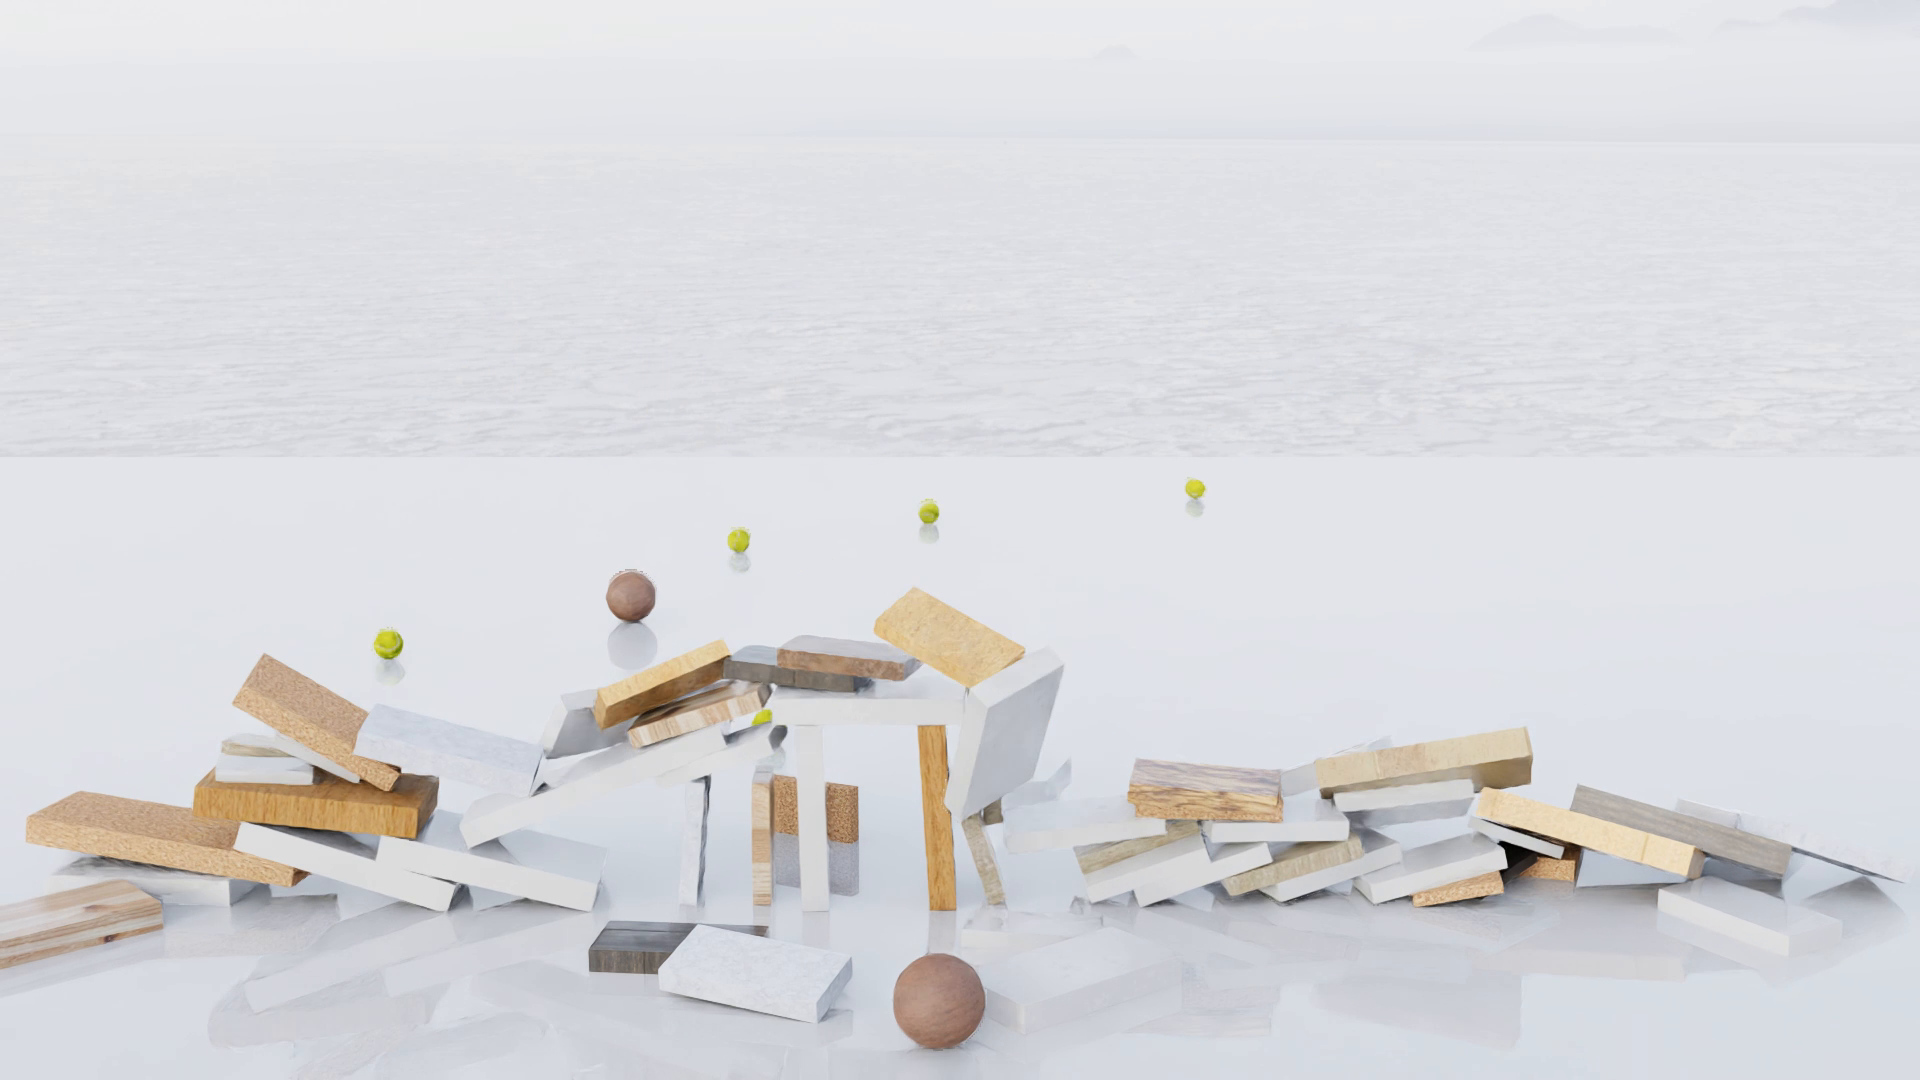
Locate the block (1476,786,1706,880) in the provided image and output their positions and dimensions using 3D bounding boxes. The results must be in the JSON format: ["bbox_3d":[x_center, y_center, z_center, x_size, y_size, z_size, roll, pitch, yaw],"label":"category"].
[{"bbox_3d":[1.062,0.496,3.702,0.351,0.050,0.176,15,-5,27],"label":"block"}]

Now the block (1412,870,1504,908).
[{"bbox_3d":[0.818,0.571,3.624,0.146,0.021,0.073,-12,9,10],"label":"block"}]

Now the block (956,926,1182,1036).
[{"bbox_3d":[0.163,0.646,3.245,0.310,0.044,0.155,-8,13,-38],"label":"block"}]

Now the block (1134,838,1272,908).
[{"bbox_3d":[0.396,0.537,3.649,0.230,0.033,0.115,-20,12,3],"label":"block"}]

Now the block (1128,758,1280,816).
[{"bbox_3d":[0.400,0.403,3.596,0.238,0.034,0.119,4,15,9],"label":"block"}]

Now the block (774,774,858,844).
[{"bbox_3d":[-0.277,0.484,3.970,0.199,0.099,0.028,5,12,26],"label":"block"}]

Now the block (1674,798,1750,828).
[{"bbox_3d":[1.377,0.498,3.876,0.242,0.034,0.121,14,-1,-40],"label":"block"}]

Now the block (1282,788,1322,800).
[{"bbox_3d":[0.624,0.507,4.022,0.121,0.034,0.374,10,15,43],"label":"block"}]

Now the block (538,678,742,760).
[{"bbox_3d":[-0.535,0.291,3.776,0.372,0.126,0.036,-9,51,-39],"label":"block"}]

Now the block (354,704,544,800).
[{"bbox_3d":[-0.834,0.345,3.602,0.285,0.040,0.143,16,13,-8],"label":"block"}]

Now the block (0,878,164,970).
[{"bbox_3d":[-1.441,0.607,3.451,0.319,0.045,0.159,-10,14,-42],"label":"block"}]

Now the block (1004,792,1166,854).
[{"bbox_3d":[0.208,0.470,3.676,0.264,0.034,0.119,-8,15,3],"label":"block"}]

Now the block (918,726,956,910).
[{"bbox_3d":[-0.038,0.437,3.637,0.044,0.310,0.155,-4,11,0],"label":"block"}]

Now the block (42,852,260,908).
[{"bbox_3d":[-1.346,0.563,3.691,0.319,0.045,0.159,1,11,5],"label":"block"}]

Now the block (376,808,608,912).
[{"bbox_3d":[-0.771,0.523,3.645,0.354,0.050,0.177,14,10,-6],"label":"block"}]

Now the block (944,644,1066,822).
[{"bbox_3d":[0.068,0.307,3.461,0.155,0.310,0.044,-28,59,-29],"label":"block"}]

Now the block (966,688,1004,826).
[{"bbox_3d":[0.036,0.313,3.619,0.031,0.333,0.108,-8,39,-2],"label":"block"}]

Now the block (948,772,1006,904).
[{"bbox_3d":[0.029,0.489,3.648,0.029,0.207,0.104,-19,10,3],"label":"block"}]

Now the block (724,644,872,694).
[{"bbox_3d":[-0.265,0.213,3.643,0.225,0.032,0.113,5,12,15],"label":"block"}]

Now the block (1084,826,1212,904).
[{"bbox_3d":[0.308,0.537,3.643,0.207,0.029,0.104,-19,12,5],"label":"block"}]

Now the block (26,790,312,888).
[{"bbox_3d":[-1.309,0.501,3.704,0.473,0.045,0.159,8,11,8],"label":"block"}]

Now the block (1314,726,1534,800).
[{"bbox_3d":[0.785,0.393,3.720,0.351,0.050,0.175,-10,-24,9],"label":"block"}]

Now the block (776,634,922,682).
[{"bbox_3d":[-0.180,0.192,3.603,0.216,0.031,0.108,6,12,15],"label":"block"}]

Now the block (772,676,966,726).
[{"bbox_3d":[-0.146,0.262,3.610,0.310,0.044,0.155,0,11,1],"label":"block"}]

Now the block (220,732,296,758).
[{"bbox_3d":[-1.157,0.353,3.706,0.150,0.021,0.075,8,7,5],"label":"block"}]

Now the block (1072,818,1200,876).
[{"bbox_3d":[0.292,0.498,3.701,0.207,0.029,0.103,-20,12,-1],"label":"block"}]

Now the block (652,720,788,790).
[{"bbox_3d":[-0.392,0.350,3.610,0.209,0.030,0.104,-19,10,14],"label":"block"}]

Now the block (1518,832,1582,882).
[{"bbox_3d":[1.024,0.535,3.865,0.127,0.036,0.254,4,11,19],"label":"block"}]

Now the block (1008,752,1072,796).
[{"bbox_3d":[0.146,0.457,4.311,0.099,0.028,0.199,3,11,17],"label":"block"}]

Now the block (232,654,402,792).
[{"bbox_3d":[-1.044,0.299,3.616,0.285,0.040,0.143,33,13,-13],"label":"block"}]

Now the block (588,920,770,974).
[{"bbox_3d":[-0.429,0.627,3.373,0.253,0.036,0.126,1,11,6],"label":"block"}]

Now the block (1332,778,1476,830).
[{"bbox_3d":[0.748,0.452,3.740,0.232,0.033,0.116,-7,-24,1],"label":"block"}]

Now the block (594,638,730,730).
[{"bbox_3d":[-0.495,0.240,3.649,0.225,0.032,0.113,-23,-18,-23],"label":"block"}]

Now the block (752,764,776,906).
[{"bbox_3d":[-0.325,0.488,3.645,0.030,0.209,0.104,0,11,0],"label":"block"}]

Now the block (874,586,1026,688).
[{"bbox_3d":[-0.017,0.160,3.490,0.216,0.031,0.108,29,43,21],"label":"block"}]

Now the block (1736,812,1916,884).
[{"bbox_3d":[1.447,0.515,3.680,0.254,0.036,0.127,18,-4,-10],"label":"block"}]

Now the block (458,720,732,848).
[{"bbox_3d":[-0.598,0.388,3.631,0.451,0.040,0.143,-21,10,0],"label":"block"}]

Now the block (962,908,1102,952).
[{"bbox_3d":[0.114,0.615,3.457,0.209,0.028,0.099,2,11,11],"label":"block"}]

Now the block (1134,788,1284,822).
[{"bbox_3d":[0.409,0.426,3.644,0.238,0.034,0.119,2,15,1],"label":"block"}]

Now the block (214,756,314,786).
[{"bbox_3d":[-1.135,0.376,3.590,0.150,0.021,0.075,4,11,-17],"label":"block"}]

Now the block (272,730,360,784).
[{"bbox_3d":[-1.055,0.351,3.622,0.150,0.021,0.075,28,5,-16],"label":"block"}]

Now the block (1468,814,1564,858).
[{"bbox_3d":[0.939,0.502,3.715,0.146,0.021,0.073,19,0,-19],"label":"block"}]

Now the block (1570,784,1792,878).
[{"bbox_3d":[1.219,0.494,3.725,0.351,0.050,0.175,15,-5,21],"label":"block"}]

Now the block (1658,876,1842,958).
[{"bbox_3d":[1.260,0.600,3.516,0.127,0.036,0.254,-6,12,-31],"label":"block"}]

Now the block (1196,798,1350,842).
[{"bbox_3d":[0.517,0.465,3.649,0.230,0.033,0.115,0,12,-7],"label":"block"}]

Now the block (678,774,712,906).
[{"bbox_3d":[-0.439,0.487,3.646,0.030,0.209,0.104,5,11,-1],"label":"block"}]

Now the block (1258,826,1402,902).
[{"bbox_3d":[0.611,0.543,3.691,0.232,0.033,0.116,-15,11,-17],"label":"block"}]

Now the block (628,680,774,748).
[{"bbox_3d":[-0.426,0.281,3.629,0.225,0.032,0.113,-17,10,8],"label":"block"}]

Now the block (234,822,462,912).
[{"bbox_3d":[-0.999,0.512,3.638,0.354,0.050,0.177,18,9,-7],"label":"block"}]

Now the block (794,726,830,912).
[{"bbox_3d":[-0.243,0.439,3.630,0.044,0.310,0.155,-2,11,-3],"label":"block"}]

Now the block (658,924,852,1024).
[{"bbox_3d":[-0.299,0.634,3.223,0.253,0.036,0.126,7,25,20],"label":"block"}]

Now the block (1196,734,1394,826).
[{"bbox_3d":[0.582,0.434,3.930,0.375,0.044,0.155,-22,-7,25],"label":"block"}]

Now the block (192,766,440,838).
[{"bbox_3d":[-1.051,0.420,3.606,0.354,0.050,0.177,6,10,-3],"label":"block"}]

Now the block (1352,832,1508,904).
[{"bbox_3d":[0.780,0.545,3.668,0.232,0.033,0.116,-14,9,-5],"label":"block"}]

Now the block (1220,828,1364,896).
[{"bbox_3d":[0.543,0.527,3.656,0.230,0.033,0.115,-16,11,-3],"label":"block"}]

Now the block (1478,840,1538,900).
[{"bbox_3d":[0.895,0.554,3.700,0.146,0.021,0.073,-25,23,-31],"label":"block"}]
